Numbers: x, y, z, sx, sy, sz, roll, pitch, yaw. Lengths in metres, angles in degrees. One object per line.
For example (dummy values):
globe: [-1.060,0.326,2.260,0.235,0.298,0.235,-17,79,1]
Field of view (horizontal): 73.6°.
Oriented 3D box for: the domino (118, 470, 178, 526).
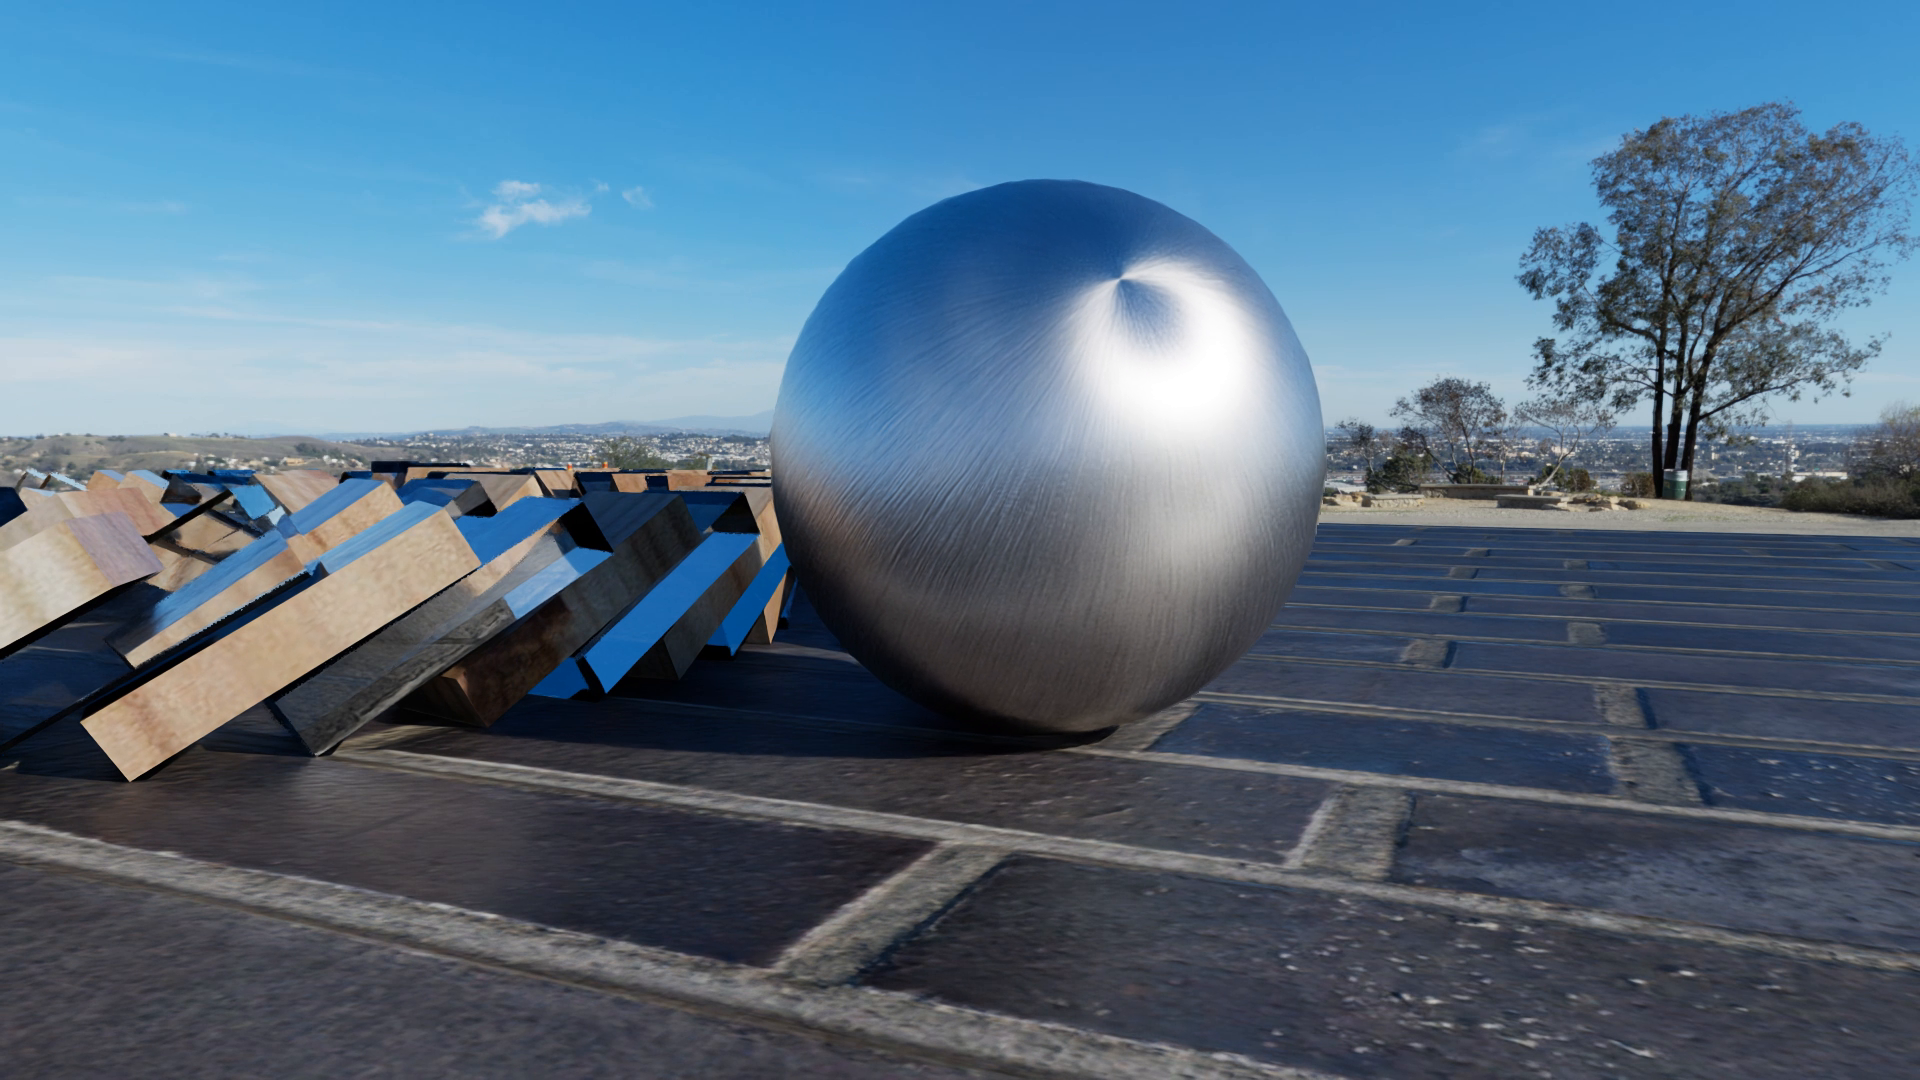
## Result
domino: [-0.231,-0.004,0.396,0.050,0.010,0.025,33,-8,-21]

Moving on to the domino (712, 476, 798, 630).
domino: [-0.052,0.002,0.312,0.025,0.010,0.050,0,35,1]

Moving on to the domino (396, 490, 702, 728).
domino: [-0.069,0.010,0.214,0.025,0.009,0.050,3,36,37]

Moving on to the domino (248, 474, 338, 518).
domino: [-0.168,-0.001,0.346,0.050,0.009,0.025,34,14,25]

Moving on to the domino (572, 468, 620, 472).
domino: [-0.119,-0.010,0.472,0.050,0.010,0.025,34,18,21]

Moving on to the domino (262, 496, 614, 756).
domino: [-0.080,0.011,0.195,0.050,0.010,0.025,-39,26,-29]

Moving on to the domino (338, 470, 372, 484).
domino: [-0.171,-0.005,0.410,0.050,0.010,0.025,32,10,8]

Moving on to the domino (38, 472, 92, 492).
domino: [-0.247,-0.003,0.384,0.050,0.010,0.025,33,-13,-29]

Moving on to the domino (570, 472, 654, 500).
domino: [-0.095,-0.003,0.382,0.025,0.009,0.050,-3,36,-37]

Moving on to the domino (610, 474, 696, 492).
domino: [-0.082,-0.002,0.367,0.025,0.009,0.050,-2,36,-30]

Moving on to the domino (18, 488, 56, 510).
domino: [-0.213,0.002,0.331,0.050,0.010,0.025,25,-9,-16]

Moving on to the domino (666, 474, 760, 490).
domino: [-0.061,0.001,0.332,0.025,0.010,0.050,-1,36,-17]

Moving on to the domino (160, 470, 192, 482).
domino: [-0.259,-0.009,0.459,0.050,0.009,0.025,30,-5,-17]

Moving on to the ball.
ball: [0.012,-0.012,0.189,0.080,0.080,0.080,0,4,0]

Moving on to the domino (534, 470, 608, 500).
domino: [-0.110,-0.004,0.395,0.025,0.010,0.050,-3,37,-44]

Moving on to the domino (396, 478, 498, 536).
domino: [-0.121,0.006,0.261,0.025,0.009,0.050,3,38,36]

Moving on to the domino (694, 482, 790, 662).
domino: [-0.051,0.005,0.272,0.025,0.010,0.050,1,35,16]

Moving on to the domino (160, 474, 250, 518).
domino: [-0.188,-0.001,0.349,0.050,0.009,0.025,32,10,15]

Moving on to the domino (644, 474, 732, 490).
domino: [-0.070,0.000,0.350,0.025,0.010,0.050,-2,35,-22]

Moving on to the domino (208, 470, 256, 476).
domino: [-0.212,-0.005,0.407,0.050,0.009,0.025,31,2,-4]

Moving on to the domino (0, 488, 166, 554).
domino: [-0.164,0.009,0.216,0.050,0.010,0.025,-33,7,-3]

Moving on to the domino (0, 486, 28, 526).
domino: [-0.183,0.009,0.212,0.050,0.010,0.025,-33,2,4]

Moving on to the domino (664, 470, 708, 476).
domino: [-0.082,-0.008,0.454,0.050,0.010,0.025,38,25,30]

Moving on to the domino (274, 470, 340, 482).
domino: [-0.192,-0.005,0.410,0.050,0.010,0.025,31,5,1]

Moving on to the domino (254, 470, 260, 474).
domino: [-0.240,-0.009,0.467,0.050,0.010,0.025,30,-2,-12]

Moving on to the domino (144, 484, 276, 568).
domino: [-0.145,0.008,0.224,0.050,0.009,0.025,-35,14,-13]

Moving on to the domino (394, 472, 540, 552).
domino: [-0.152,-0.005,0.407,0.050,0.009,0.025,33,13,13]

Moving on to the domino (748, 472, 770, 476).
domino: [-0.049,-0.006,0.430,0.025,0.009,0.050,-4,35,-42]

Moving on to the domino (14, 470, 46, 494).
domino: [-0.293,-0.007,0.438,0.050,0.009,0.025,33,-13,-29]

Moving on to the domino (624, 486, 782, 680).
domino: [-0.055,0.007,0.252,0.025,0.010,0.050,2,35,21]

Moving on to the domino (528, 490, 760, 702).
domino: [-0.061,0.008,0.232,0.025,0.010,0.050,2,35,30]

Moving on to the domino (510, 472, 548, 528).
domino: [-0.159,-0.010,0.479,0.050,0.009,0.025,31,9,7]

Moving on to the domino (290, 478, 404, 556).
domino: [-0.131,0.007,0.242,0.025,0.010,0.050,5,40,49]

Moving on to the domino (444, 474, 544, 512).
domino: [-0.116,0.004,0.281,0.025,0.009,0.050,2,38,23]

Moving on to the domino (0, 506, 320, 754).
domino: [-0.111,0.013,0.169,0.050,0.010,0.025,-34,17,-18]

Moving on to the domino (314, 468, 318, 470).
domino: [-0.220,-0.009,0.472,0.050,0.010,0.025,30,1,-8]

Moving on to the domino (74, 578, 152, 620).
domino: [-0.229,0.014,0.316,0.050,0.009,0.025,-2,5,-30]

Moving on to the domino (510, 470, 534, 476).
domino: [-0.131,-0.005,0.403,0.050,0.009,0.025,37,21,23]

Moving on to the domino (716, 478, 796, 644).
domino: [-0.050,0.004,0.292,0.025,0.009,0.050,1,35,8]

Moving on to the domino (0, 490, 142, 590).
domino: [-0.262,-0.002,0.370,0.050,0.010,0.025,36,-19,-35]

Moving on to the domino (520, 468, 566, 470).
domino: [-0.139,-0.010,0.477,0.050,0.009,0.025,33,13,14]

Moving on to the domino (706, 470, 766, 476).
domino: [-0.065,-0.007,0.443,0.025,0.009,0.050,-5,36,-46]

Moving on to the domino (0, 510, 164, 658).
domino: [-0.129,0.014,0.160,0.050,0.009,0.025,-33,14,-14]

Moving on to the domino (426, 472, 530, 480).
domino: [-0.120,0.002,0.303,0.025,0.009,0.050,0,38,1]

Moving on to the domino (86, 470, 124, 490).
domino: [-0.277,-0.008,0.450,0.050,0.010,0.025,31,-9,-22]

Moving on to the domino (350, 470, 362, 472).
domino: [-0.200,-0.010,0.476,0.050,0.010,0.025,30,3,-4]

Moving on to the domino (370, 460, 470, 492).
domino: [-0.141,-0.002,0.339,0.025,0.010,0.050,0,39,-28]

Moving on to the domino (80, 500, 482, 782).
domino: [-0.095,0.012,0.181,0.050,0.010,0.025,-36,21,-24]

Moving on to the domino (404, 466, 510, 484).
domino: [-0.128,0.000,0.322,0.025,0.010,0.050,0,39,-13]

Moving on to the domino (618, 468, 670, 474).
domino: [-0.100,-0.009,0.464,0.050,0.010,0.025,36,21,26]
